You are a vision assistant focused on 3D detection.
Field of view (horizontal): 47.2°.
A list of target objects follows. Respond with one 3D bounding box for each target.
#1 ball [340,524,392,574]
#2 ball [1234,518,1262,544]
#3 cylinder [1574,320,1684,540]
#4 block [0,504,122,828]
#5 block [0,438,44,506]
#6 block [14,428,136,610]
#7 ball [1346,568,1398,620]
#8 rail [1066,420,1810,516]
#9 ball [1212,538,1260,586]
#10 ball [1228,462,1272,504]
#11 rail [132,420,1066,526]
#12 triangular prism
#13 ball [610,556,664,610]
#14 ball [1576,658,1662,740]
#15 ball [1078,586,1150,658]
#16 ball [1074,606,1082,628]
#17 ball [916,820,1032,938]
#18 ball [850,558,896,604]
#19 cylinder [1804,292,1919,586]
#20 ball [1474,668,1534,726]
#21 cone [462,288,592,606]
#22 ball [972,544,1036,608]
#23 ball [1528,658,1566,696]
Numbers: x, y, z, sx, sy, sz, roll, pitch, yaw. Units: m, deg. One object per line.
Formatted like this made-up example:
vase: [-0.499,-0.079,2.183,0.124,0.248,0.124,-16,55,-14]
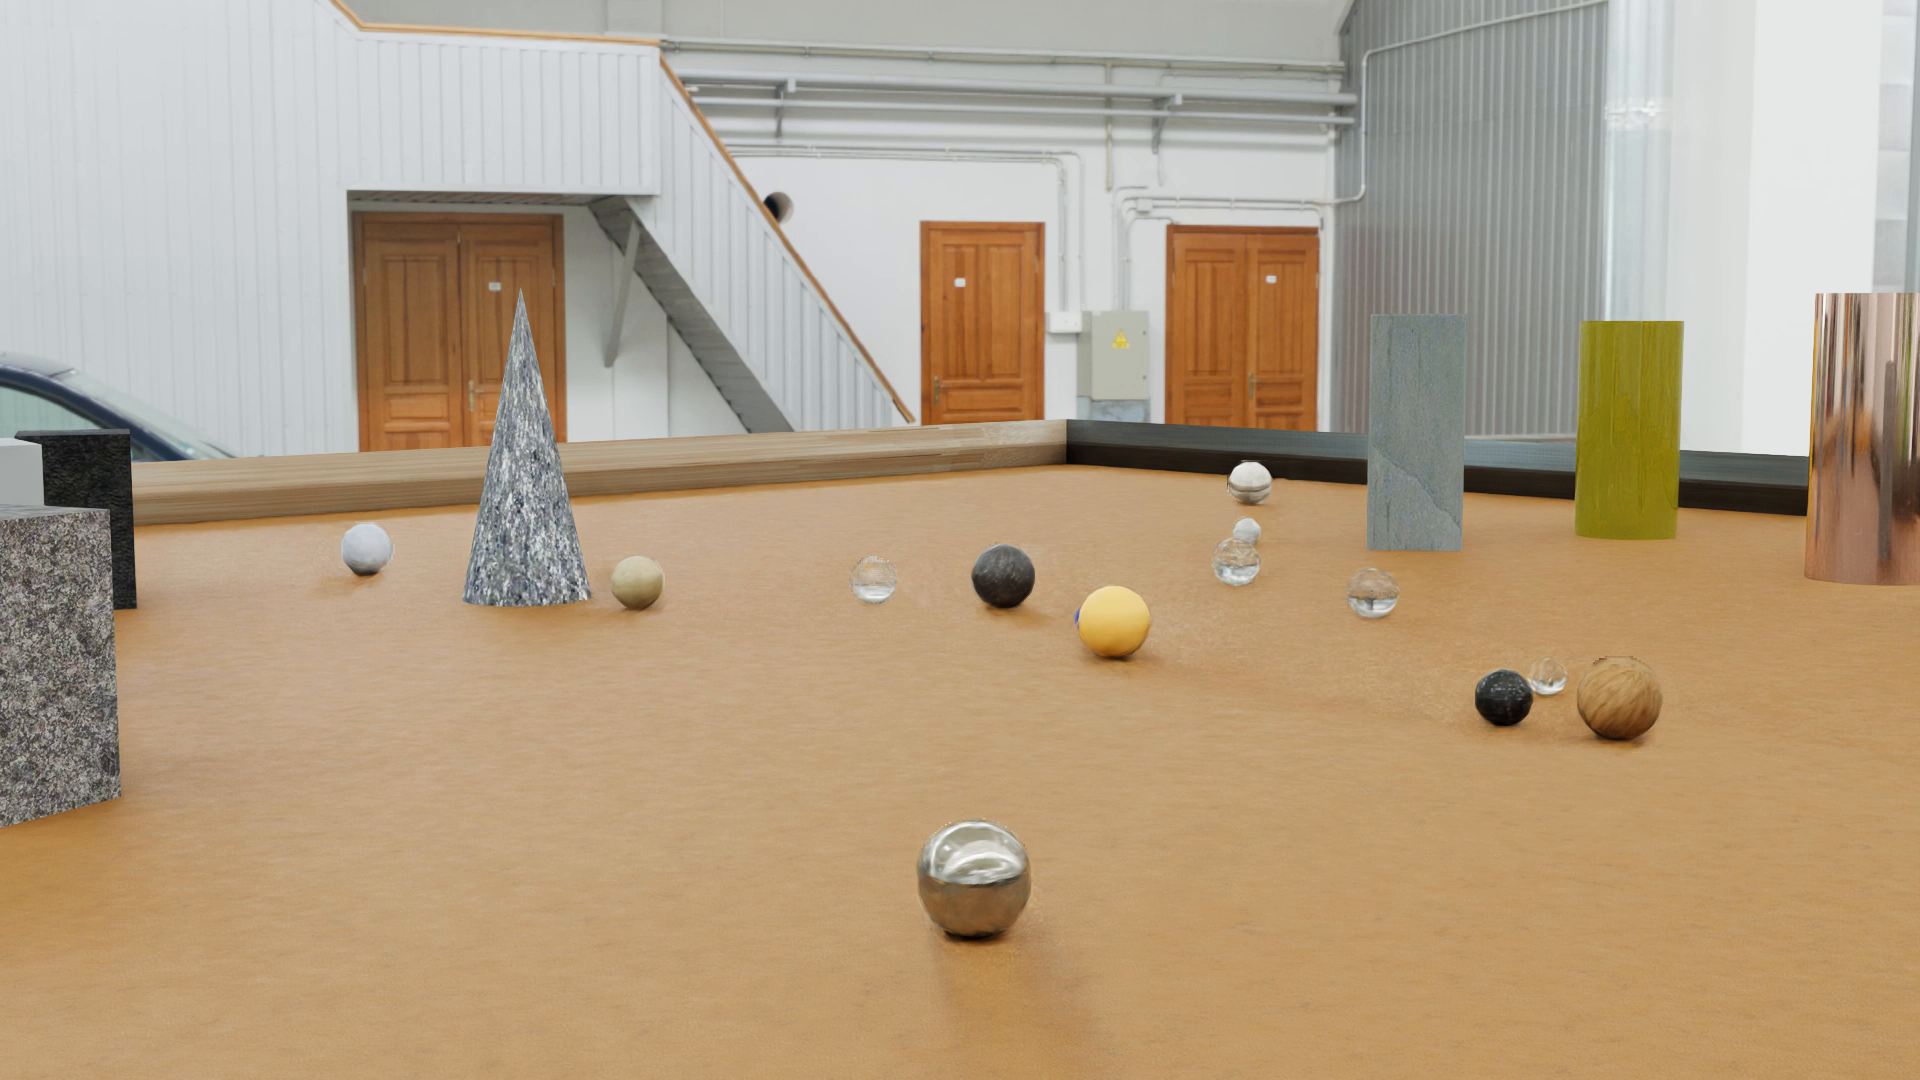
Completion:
ball: [-1.006,0.015,3.725,0.085,0.085,0.085,0,6,0]
ball: [0.544,-0.015,4.166,0.053,0.053,0.053,0,6,0]
cylinder: [1.324,-0.221,4.357,0.198,0.425,0.198,0,6,0]
block: [-0.876,0.108,1.969,0.158,0.265,0.158,3,7,26]
block: [-1.123,0.041,2.460,0.158,0.297,0.158,-4,7,-35]
block: [-1.335,-0.032,3.325,0.158,0.262,0.158,-2,6,-21]
ball: [0.597,0.078,3.181,0.074,0.074,0.074,0,6,0]
rail: [1.699,-0.129,4.891,0.045,0.129,4.146,-5,8,-42]
ball: [0.448,0.035,3.565,0.079,0.079,0.079,0,6,0]
ball: [0.667,-0.130,5.055,0.099,0.099,0.099,0,6,0]
rail: [-1.390,-0.123,4.830,4.670,0.129,0.045,-5,8,-42]
triangular prism: [0.856,-0.206,4.148,0.171,0.438,0.148,1,6,8]
ball: [-0.483,0.064,3.289,0.079,0.079,0.079,0,6,0]
ball: [0.686,0.165,2.287,0.085,0.085,0.085,0,6,0]
ball: [0.198,0.105,2.825,0.093,0.093,0.093,0,6,0]
ball: [0.179,0.109,3.039,0.041,0.041,0.041,0,6,0]
ball: [0.010,0.241,1.566,0.083,0.083,0.083,0,6,0]
ball: [-0.132,0.063,3.343,0.069,0.069,0.069,0,6,0]
cylinder: [1.514,-0.171,3.643,0.198,0.473,0.198,0,6,0]
ball: [0.584,0.169,2.361,0.062,0.062,0.062,0,6,0]
cone: [-0.673,-0.149,3.393,0.198,0.481,0.198,0,6,0]
ball: [0.065,0.054,3.300,0.096,0.096,0.096,0,6,0]
ball: [0.681,0.159,2.550,0.044,0.044,0.044,0,6,0]
